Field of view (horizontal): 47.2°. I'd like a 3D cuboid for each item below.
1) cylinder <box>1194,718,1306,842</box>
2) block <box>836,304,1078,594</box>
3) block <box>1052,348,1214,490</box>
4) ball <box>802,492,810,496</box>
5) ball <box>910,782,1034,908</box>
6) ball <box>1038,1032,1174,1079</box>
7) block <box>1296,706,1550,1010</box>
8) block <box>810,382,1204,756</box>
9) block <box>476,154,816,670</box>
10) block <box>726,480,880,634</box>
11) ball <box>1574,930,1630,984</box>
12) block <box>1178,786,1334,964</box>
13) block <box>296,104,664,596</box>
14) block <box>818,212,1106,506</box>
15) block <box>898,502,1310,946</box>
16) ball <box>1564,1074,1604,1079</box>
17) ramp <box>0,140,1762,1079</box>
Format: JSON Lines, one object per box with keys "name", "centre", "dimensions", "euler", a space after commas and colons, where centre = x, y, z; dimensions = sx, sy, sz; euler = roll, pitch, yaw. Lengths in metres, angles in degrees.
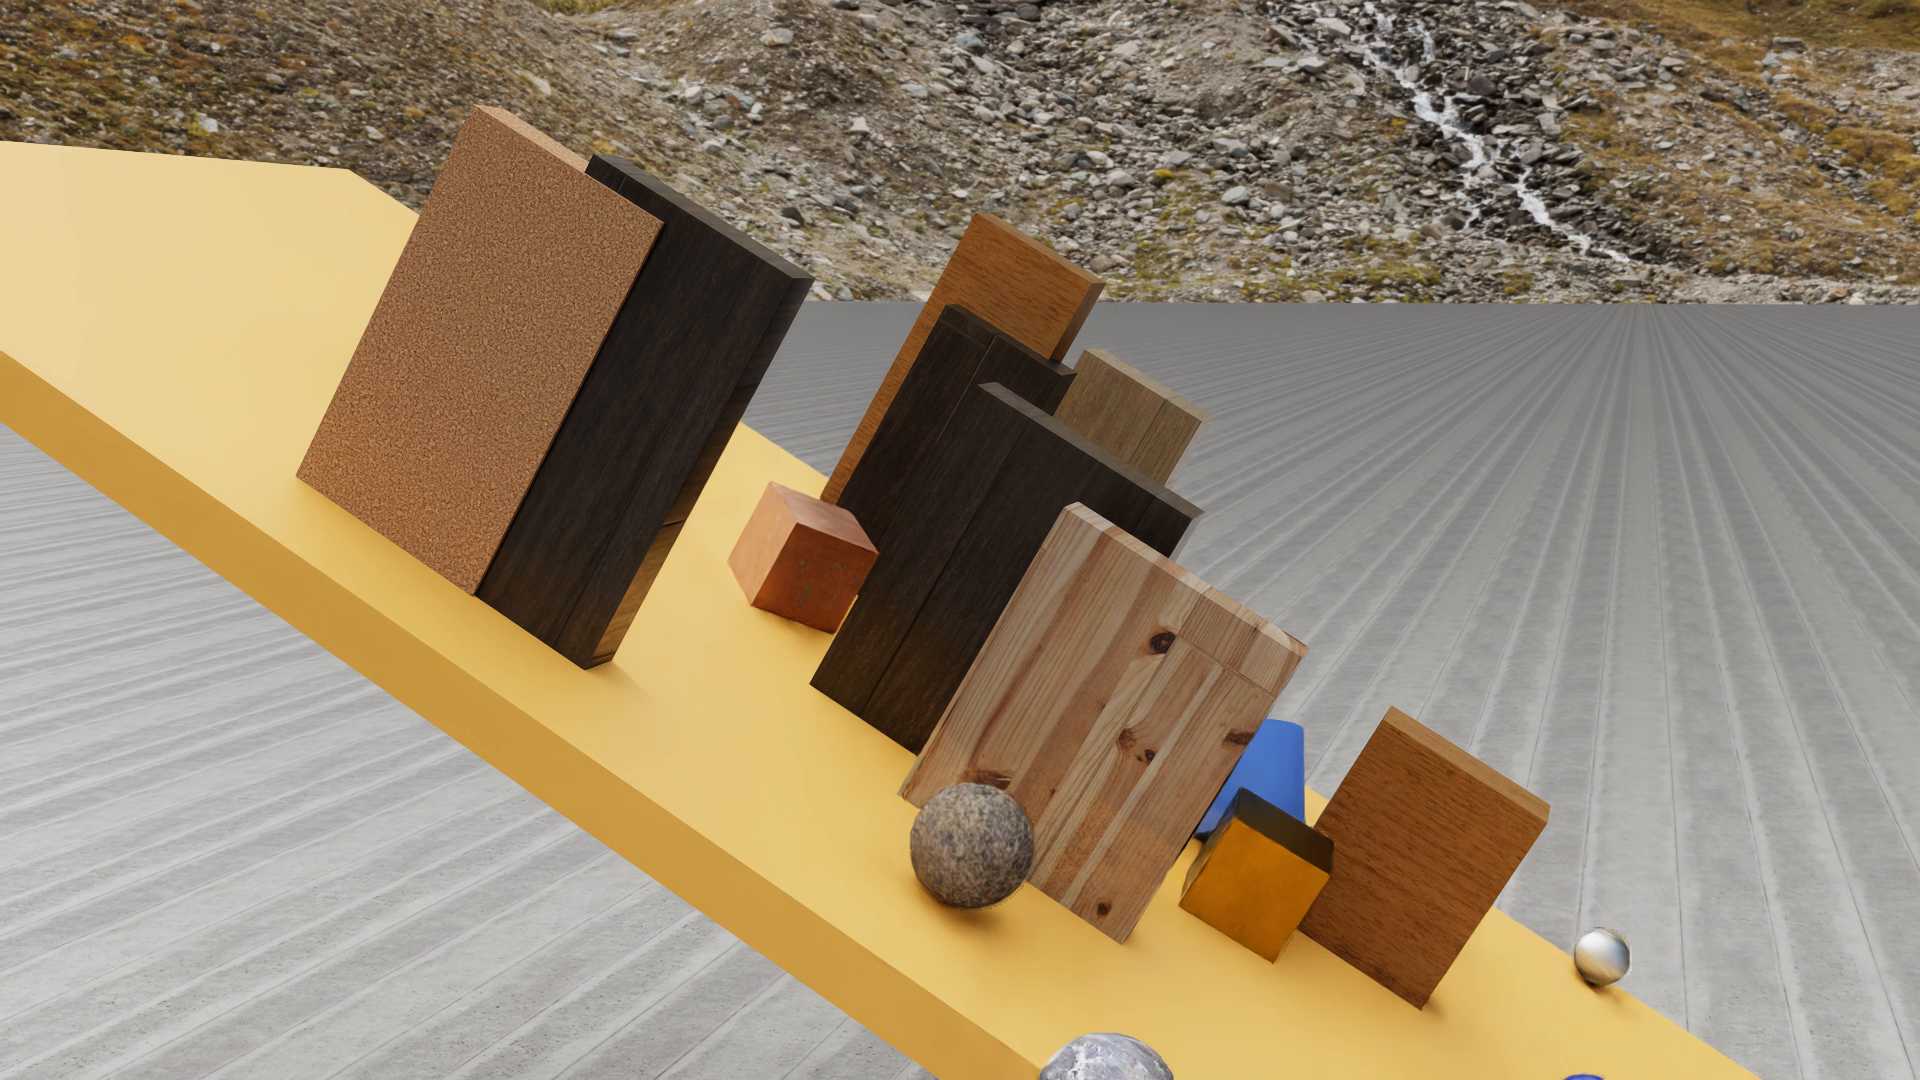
{"name": "cylinder", "centre": [0.551, 0.464, 4.189], "dimensions": [0.208, 0.208, 0.208], "euler": [2, -17, 1]}
{"name": "block", "centre": [-0.041, -0.148, 4.479], "dimensions": [0.275, 0.607, 0.132], "euler": [33, 15, 11]}
{"name": "block", "centre": [0.268, -0.086, 4.868], "dimensions": [0.300, 0.607, 0.148], "euler": [33, 15, 11]}
{"name": "ball", "centre": [-0.338, -0.043, 4.539], "dimensions": [0.115, 0.115, 0.115], "euler": [0, 7, 0]}
{"name": "ball", "centre": [0.018, 0.466, 3.359], "dimensions": [0.191, 0.191, 0.191], "euler": [0, 7, 0]}
{"name": "ball", "centre": [0.193, 0.749, 2.903], "dimensions": [0.195, 0.195, 0.195], "euler": [0, 7, 0]}
{"name": "block", "centre": [0.821, 0.582, 4.052], "dimensions": [0.338, 0.422, 0.141], "euler": [33, 15, 11]}
{"name": "block", "centre": [0.077, 0.104, 3.836], "dimensions": [0.433, 0.618, 0.117], "euler": [33, 15, 11]}
{"name": "block", "centre": [-0.559, -0.197, 3.444], "dimensions": [0.374, 0.708, 0.097], "euler": [33, 15, 11]}
{"name": "block", "centre": [-0.302, 0.034, 4.208], "dimensions": [0.185, 0.185, 0.185], "euler": [21, 17, -29]}
{"name": "ball", "centre": [1.368, 0.888, 4.685], "dimensions": [0.117, 0.117, 0.117], "euler": [0, 7, 0]}
{"name": "block", "centre": [0.528, 0.593, 3.913], "dimensions": [0.192, 0.192, 0.192], "euler": [31, 15, 4]}
{"name": "block", "centre": [-0.748, -0.296, 3.481], "dimensions": [0.365, 0.675, 0.097], "euler": [33, 15, 11]}
{"name": "block", "centre": [-0.023, -0.261, 4.542], "dimensions": [0.278, 0.783, 0.127], "euler": [33, 15, 11]}
{"name": "block", "centre": [0.227, 0.297, 3.583], "dimensions": [0.444, 0.565, 0.093], "euler": [33, 15, 11]}
{"name": "ball", "centre": [1.072, 0.982, 3.766], "dimensions": [0.134, 0.134, 0.134], "euler": [0, 7, 0]}
{"name": "ramp", "centre": [-0.181, 0.298, 4.126], "dimensions": [4.000, 0.100, 2.000], "euler": [33, 15, 11]}
